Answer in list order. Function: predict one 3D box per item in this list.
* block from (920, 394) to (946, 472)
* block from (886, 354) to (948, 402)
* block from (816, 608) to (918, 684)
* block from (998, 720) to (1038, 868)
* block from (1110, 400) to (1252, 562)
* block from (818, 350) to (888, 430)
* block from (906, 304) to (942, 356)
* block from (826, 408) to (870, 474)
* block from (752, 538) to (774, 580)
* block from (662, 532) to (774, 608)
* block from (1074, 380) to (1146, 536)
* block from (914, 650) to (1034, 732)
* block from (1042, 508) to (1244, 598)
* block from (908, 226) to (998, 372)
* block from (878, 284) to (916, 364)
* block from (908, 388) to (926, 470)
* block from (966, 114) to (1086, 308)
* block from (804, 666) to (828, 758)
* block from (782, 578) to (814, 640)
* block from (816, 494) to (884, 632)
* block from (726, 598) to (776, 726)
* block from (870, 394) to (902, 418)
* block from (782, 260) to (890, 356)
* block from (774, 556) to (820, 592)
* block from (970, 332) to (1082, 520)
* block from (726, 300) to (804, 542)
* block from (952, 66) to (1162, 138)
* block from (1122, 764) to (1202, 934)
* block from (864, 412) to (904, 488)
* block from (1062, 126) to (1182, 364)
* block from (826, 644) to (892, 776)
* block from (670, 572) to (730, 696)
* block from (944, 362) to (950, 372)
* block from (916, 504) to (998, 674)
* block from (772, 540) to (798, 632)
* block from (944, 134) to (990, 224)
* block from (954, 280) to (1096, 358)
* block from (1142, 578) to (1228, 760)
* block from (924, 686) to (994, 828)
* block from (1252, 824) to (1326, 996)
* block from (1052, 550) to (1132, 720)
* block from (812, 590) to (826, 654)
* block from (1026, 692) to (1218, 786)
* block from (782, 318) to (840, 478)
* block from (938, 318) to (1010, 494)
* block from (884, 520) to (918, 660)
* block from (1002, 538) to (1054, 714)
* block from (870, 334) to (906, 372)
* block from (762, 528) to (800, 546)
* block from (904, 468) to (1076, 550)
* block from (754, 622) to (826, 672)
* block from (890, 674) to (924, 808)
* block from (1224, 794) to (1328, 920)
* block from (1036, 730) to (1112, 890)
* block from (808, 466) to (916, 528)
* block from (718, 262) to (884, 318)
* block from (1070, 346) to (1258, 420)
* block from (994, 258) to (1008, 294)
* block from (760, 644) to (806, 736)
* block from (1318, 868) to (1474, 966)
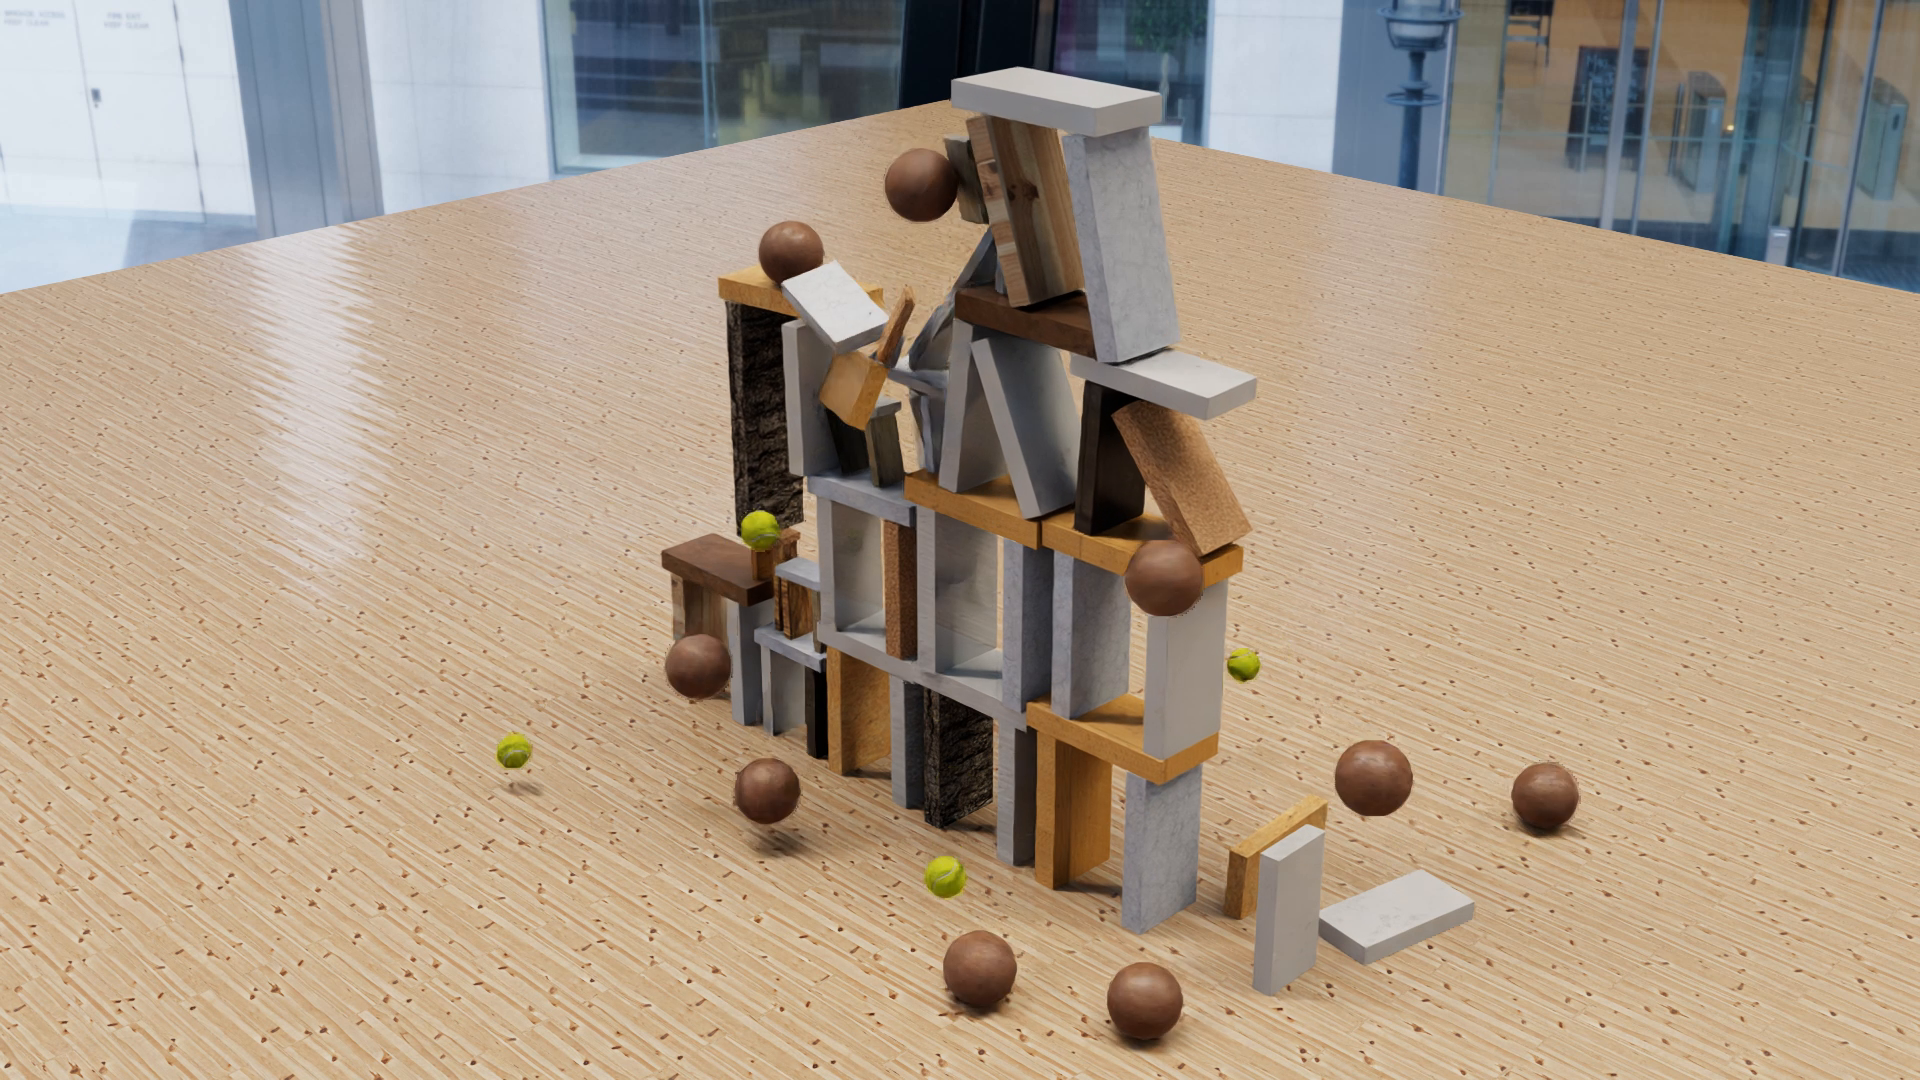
[{"bbox_3d":[-0.035,-0.209,4.167,0.074,0.148,0.021,-21,25,-41],"label":"block"},{"bbox_3d":[-0.063,-0.306,4.158,0.148,0.021,0.074,23,35,28],"label":"block"},{"bbox_3d":[-0.140,0.208,4.472,0.291,0.041,0.145,21,30,40],"label":"block"},{"bbox_3d":[0.142,0.467,4.269,0.043,0.305,0.153,21,31,41],"label":"block"},{"bbox_3d":[0.385,-0.116,3.803,0.144,0.287,0.041,-23,-6,-42],"label":"block"},{"bbox_3d":[-0.204,-0.292,4.120,0.034,0.118,0.431,21,5,-14],"label":"block"},{"bbox_3d":[-0.040,-0.390,4.106,0.067,0.134,0.019,-10,59,-41],"label":"block"},{"bbox_3d":[-0.220,-0.206,4.378,0.068,0.137,0.019,-21,10,-41],"label":"block"},{"bbox_3d":[-0.420,0.029,4.698,0.015,0.106,0.053,21,30,41],"label":"block"},{"bbox_3d":[-0.503,0.063,4.807,0.147,0.042,0.293,-21,31,-41],"label":"block"},{"bbox_3d":[0.272,-0.163,3.863,0.041,0.287,0.144,25,33,38],"label":"block"},{"bbox_3d":[0.070,0.279,4.267,0.305,0.043,0.153,21,31,41],"label":"block"},{"bbox_3d":[0.320,0.010,3.886,0.164,0.046,0.328,-21,31,-41],"label":"block"},{"bbox_3d":[0.017,-0.450,4.011,0.076,0.366,0.022,-8,52,-44],"label":"block"},{"bbox_3d":[-0.117,-0.398,4.055,0.019,0.134,0.067,19,32,-14],"label":"block"},{"bbox_3d":[-0.069,-0.206,4.240,0.021,0.230,0.074,-17,40,-12],"label":"block"},{"bbox_3d":[0.123,-0.588,3.842,0.166,0.333,0.047,-22,12,-41],"label":"block"},{"bbox_3d":[-0.278,0.349,4.669,0.030,0.211,0.105,21,31,41],"label":"block"},{"bbox_3d":[-0.341,0.133,4.648,0.072,0.143,0.020,-21,29,-41],"label":"block"},{"bbox_3d":[-0.223,0.028,4.476,0.041,0.286,0.143,17,27,37],"label":"block"},{"bbox_3d":[-0.435,0.245,4.808,0.042,0.293,0.147,21,31,41],"label":"block"},{"bbox_3d":[-0.188,-0.272,4.332,0.137,0.019,0.068,20,28,41],"label":"block"},{"bbox_3d":[-0.236,-0.444,4.204,0.118,0.034,0.237,-24,45,-17],"label":"block"},{"bbox_3d":[-0.310,0.072,4.581,0.143,0.020,0.072,19,30,38],"label":"block"},{"bbox_3d":[0.138,-0.220,3.975,0.165,0.330,0.047,-22,7,-41],"label":"block"},{"bbox_3d":[-0.402,-0.260,4.551,0.043,0.509,0.153,19,29,39],"label":"block"},{"bbox_3d":[0.162,-0.745,3.730,0.166,0.047,0.333,-21,31,-40],"label":"block"},{"bbox_3d":[0.372,0.549,4.051,0.046,0.326,0.163,21,31,40],"label":"block"},{"bbox_3d":[-0.149,-0.178,4.308,0.068,0.137,0.019,-20,17,-40],"label":"block"},{"bbox_3d":[0.275,-0.504,3.711,0.166,0.382,0.047,-22,17,-41],"label":"block"},{"bbox_3d":[-0.209,0.334,4.600,0.145,0.291,0.041,-20,30,-40],"label":"block"},{"bbox_3d":[-0.571,0.191,4.934,0.147,0.293,0.042,-21,32,-41],"label":"block"},{"bbox_3d":[-0.013,-0.230,4.276,0.118,0.237,0.034,6,30,36],"label":"block"},{"bbox_3d":[-0.004,0.073,4.259,0.049,0.343,0.171,21,31,41],"label":"block"},{"bbox_3d":[-0.370,0.093,4.669,0.053,0.201,0.015,-20,30,-40],"label":"block"},{"bbox_3d":[0.016,-0.637,3.889,0.022,0.152,0.076,-25,25,-24],"label":"block"},{"bbox_3d":[0.166,-0.398,3.876,0.330,0.047,0.165,21,31,40],"label":"block"},{"bbox_3d":[0.399,0.211,3.891,0.046,0.328,0.164,21,31,40],"label":"block"},{"bbox_3d":[-0.002,0.411,4.401,0.043,0.305,0.153,21,31,41],"label":"block"},{"bbox_3d":[0.578,0.652,3.871,0.039,0.276,0.138,20,30,39],"label":"block"},{"bbox_3d":[0.242,0.152,4.031,0.164,0.328,0.046,-21,31,-41],"label":"block"},{"bbox_3d":[-0.274,0.159,4.586,0.072,0.143,0.020,-21,29,-41],"label":"block"},{"bbox_3d":[0.296,0.347,4.050,0.326,0.046,0.163,21,31,41],"label":"block"},{"bbox_3d":[-0.274,-0.293,4.368,0.043,0.307,0.153,18,29,41],"label":"block"},{"bbox_3d":[0.049,-0.265,4.057,0.047,0.336,0.165,28,35,36],"label":"block"},{"bbox_3d":[-0.083,0.080,4.354,0.041,0.286,0.143,20,30,40],"label":"block"},{"bbox_3d":[0.157,0.136,4.110,0.049,0.343,0.171,21,31,41],"label":"block"},{"bbox_3d":[-0.167,-0.323,4.188,0.019,0.067,0.229,26,-28,-17],"label":"block"},{"bbox_3d":[-0.393,-0.017,4.651,0.106,0.015,0.053,21,30,40],"label":"block"},{"bbox_3d":[0.077,-0.076,4.108,0.343,0.049,0.171,21,31,41],"label":"block"},{"bbox_3d":[-0.328,0.219,4.668,0.211,0.030,0.105,21,31,41],"label":"block"},{"bbox_3d":[-0.074,0.387,4.475,0.041,0.291,0.145,21,31,41],"label":"block"},{"bbox_3d":[0.600,0.599,4.169,0.039,0.138,0.276,22,31,36],"label":"block"},{"bbox_3d":[0.218,0.489,4.192,0.046,0.326,0.163,21,31,41],"label":"block"},{"bbox_3d":[-0.152,-0.099,4.351,0.286,0.041,0.143,19,29,40],"label":"block"},{"bbox_3d":[-0.319,-0.495,4.396,0.307,0.043,0.153,17,28,35],"label":"block"},{"bbox_3d":[0.344,-0.280,3.736,0.287,0.041,0.144,23,32,35],"label":"block"},{"bbox_3d":[0.101,-0.519,3.906,0.022,0.152,0.076,27,34,37],"label":"block"},{"bbox_3d":[-0.378,0.310,4.760,0.030,0.211,0.105,21,31,41],"label":"block"},{"bbox_3d":[0.802,0.696,4.070,0.276,0.039,0.138,-15,27,-31],"label":"block"}]
